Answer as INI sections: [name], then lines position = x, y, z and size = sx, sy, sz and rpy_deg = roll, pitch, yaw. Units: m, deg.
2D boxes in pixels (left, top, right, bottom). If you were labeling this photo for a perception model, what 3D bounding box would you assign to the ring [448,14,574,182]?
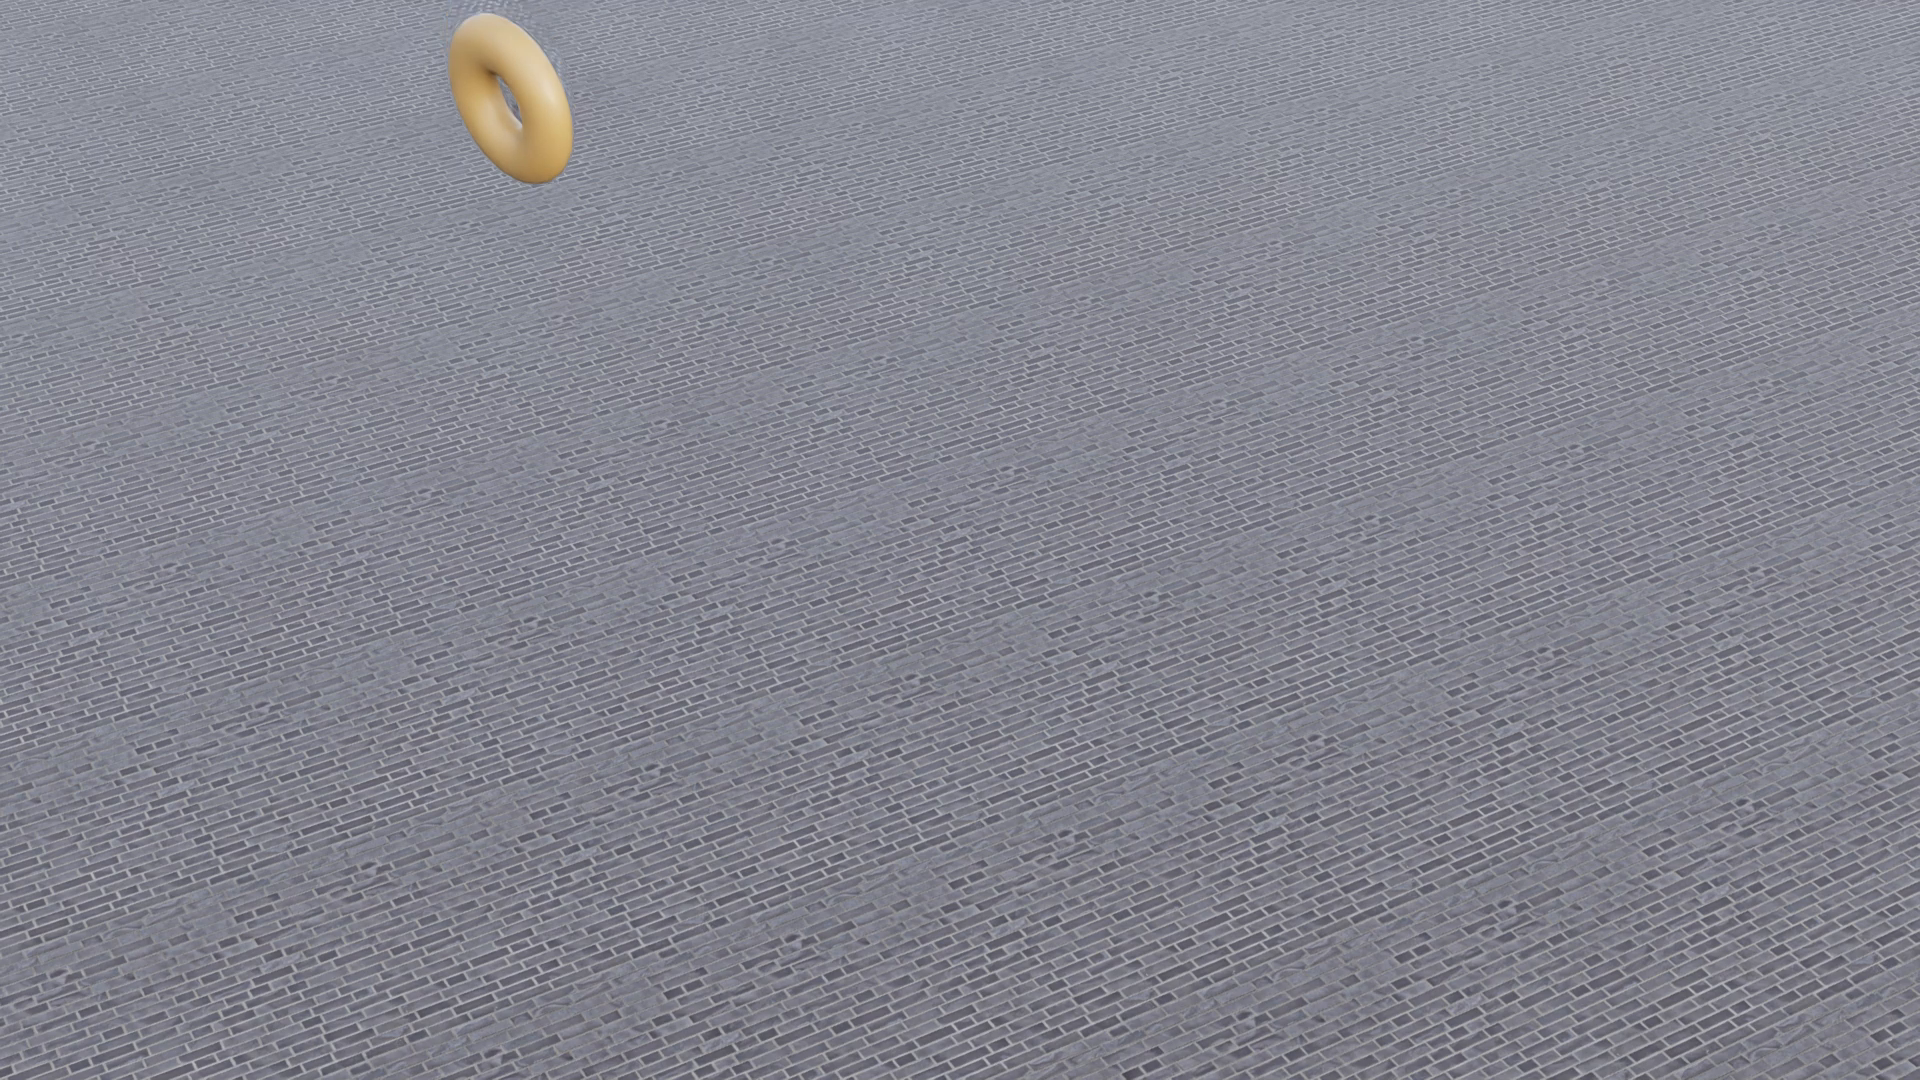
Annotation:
[ring]
position = -1.291, -1.263, 8.414
size = 0.125, 0.522, 0.506
rpy_deg = -34, 57, -32
